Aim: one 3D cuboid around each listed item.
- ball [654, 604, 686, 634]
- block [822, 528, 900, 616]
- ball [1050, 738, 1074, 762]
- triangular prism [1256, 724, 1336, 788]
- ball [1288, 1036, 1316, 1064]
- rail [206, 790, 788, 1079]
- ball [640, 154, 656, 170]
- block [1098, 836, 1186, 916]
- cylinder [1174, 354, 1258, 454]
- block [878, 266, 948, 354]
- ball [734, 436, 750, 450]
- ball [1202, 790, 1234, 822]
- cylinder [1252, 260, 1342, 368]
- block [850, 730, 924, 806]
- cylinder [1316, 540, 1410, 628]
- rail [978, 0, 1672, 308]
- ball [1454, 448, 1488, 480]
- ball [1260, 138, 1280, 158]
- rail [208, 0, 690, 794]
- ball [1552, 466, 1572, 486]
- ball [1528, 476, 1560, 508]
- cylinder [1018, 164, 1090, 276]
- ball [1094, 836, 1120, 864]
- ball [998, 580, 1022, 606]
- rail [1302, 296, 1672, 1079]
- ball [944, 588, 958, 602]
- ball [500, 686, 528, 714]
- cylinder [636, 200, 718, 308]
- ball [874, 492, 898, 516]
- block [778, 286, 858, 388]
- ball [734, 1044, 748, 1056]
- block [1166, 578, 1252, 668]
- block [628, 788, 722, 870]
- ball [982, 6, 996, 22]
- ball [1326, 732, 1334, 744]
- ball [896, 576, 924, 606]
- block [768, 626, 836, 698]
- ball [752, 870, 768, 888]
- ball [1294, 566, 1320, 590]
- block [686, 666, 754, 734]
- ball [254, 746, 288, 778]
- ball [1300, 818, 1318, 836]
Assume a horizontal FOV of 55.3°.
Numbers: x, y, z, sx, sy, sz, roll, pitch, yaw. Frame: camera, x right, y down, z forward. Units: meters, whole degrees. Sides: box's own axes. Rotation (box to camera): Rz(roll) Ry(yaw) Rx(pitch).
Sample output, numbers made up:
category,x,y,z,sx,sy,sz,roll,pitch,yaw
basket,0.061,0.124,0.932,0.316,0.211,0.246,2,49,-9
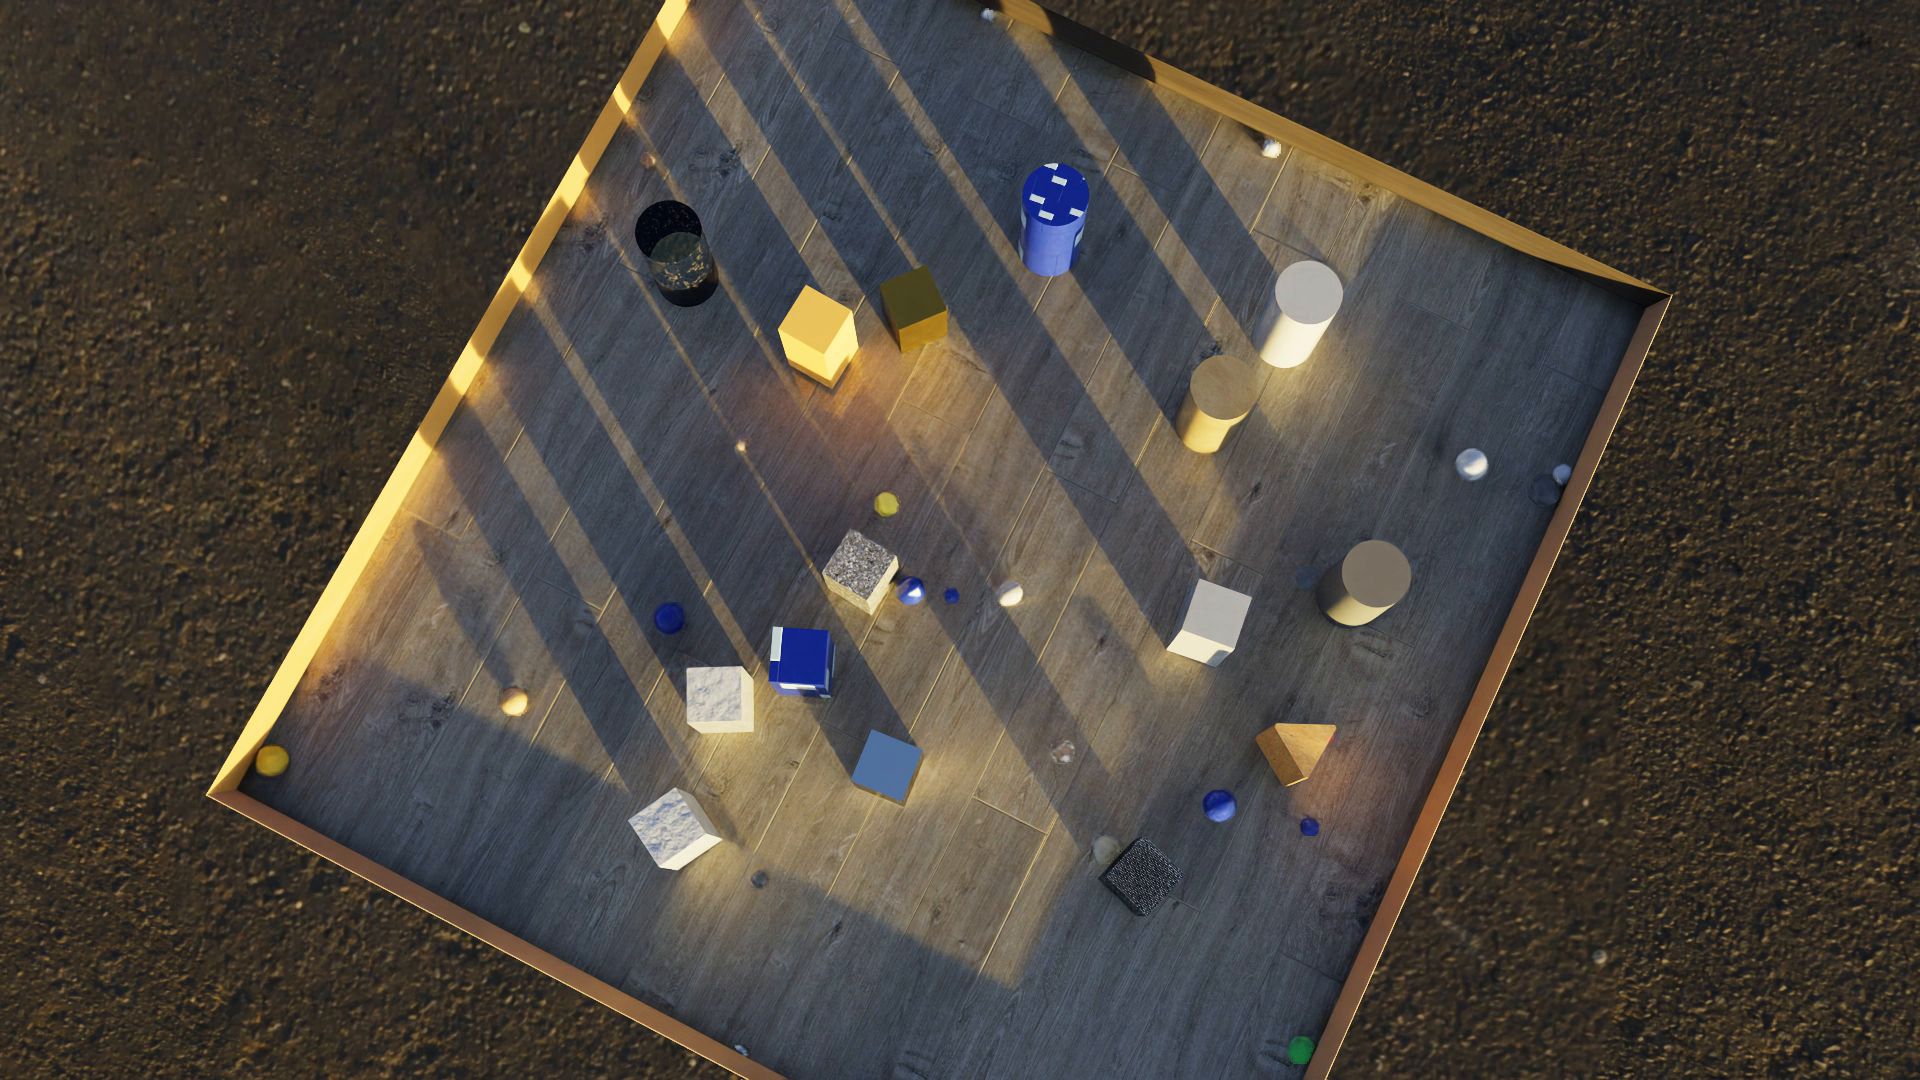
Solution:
category,x,y,z,sx,sy,sz,roll,pitch,yaw
ball,-0.874,0.238,5.520,0.093,0.093,0.093,0,78,0
block,-0.294,0.096,5.463,0.157,0.261,0.157,32,80,6
ball,0.304,0.625,5.450,0.073,0.073,0.073,0,78,0
triangular prism,0.950,0.593,5.316,0.147,0.349,0.170,31,80,6
ball,0.984,1.466,5.274,0.077,0.077,0.077,0,78,0
rail,-0.734,1.444,5.251,3.243,0.128,0.045,26,80,5
ball,-0.994,-1.205,5.843,0.046,0.046,0.046,0,78,0
block,0.517,0.967,5.262,0.157,0.303,0.157,43,82,8
cylinder,0.765,-0.403,5.502,0.197,0.387,0.197,0,78,0
block,-0.142,-0.708,5.641,0.157,0.240,0.157,-23,79,-5
ball,-0.672,-0.300,5.655,0.046,0.046,0.046,0,78,0
ball,0.762,0.784,5.406,0.095,0.095,0.095,0,78,0
cylinder,1.016,-0.677,5.541,0.197,0.423,0.197,0,78,0
block,-0.208,0.667,5.339,0.157,0.274,0.157,22,79,4
cylinder,1.184,0.134,5.395,0.197,0.380,0.197,0,78,0
rail,0.734,-1.431,5.846,3.243,0.128,0.045,26,80,5
ball,1.567,-0.232,5.614,0.098,0.098,0.098,0,78,0
ball,0.988,-1.252,5.845,0.060,0.060,0.060,0,78,0
rail,-1.429,-0.693,5.694,0.045,0.128,3.330,26,80,5
ball,1.851,-0.199,5.626,0.062,0.062,0.062,0,78,0
ball,1.786,-0.148,5.599,0.095,0.095,0.095,0,78,0
cylinder,0.282,-0.972,5.599,0.197,0.429,0.197,0,78,0
ball,0.431,0.909,5.385,0.081,0.081,0.081,0,78,0
ball,0.151,0.160,5.545,0.076,0.076,0.076,0,78,0
rail,1.429,0.707,5.404,0.045,0.128,3.330,26,80,5
ball,-0.029,0.167,5.559,0.046,0.046,0.046,0,78,0
ball,-1.334,0.480,5.475,0.083,0.083,0.083,0,78,0
cylinder,-0.860,-0.869,5.594,0.197,0.396,0.197,0,78,0
ball,-0.227,-0.109,5.601,0.074,0.074,0.074,0,78,0
block,-0.427,-0.611,5.561,0.157,0.356,0.157,30,80,6
ball,-0.632,1.477,5.288,0.045,0.045,0.045,0,78,0
block,0.725,0.247,5.367,0.157,0.388,0.157,20,79,4
block,-0.813,0.833,5.262,0.157,0.357,0.157,-35,80,-7
ball,0.094,-1.706,5.944,0.050,0.050,0.050,0,78,0
ball,1.092,0.582,5.469,0.052,0.052,0.052,0,78,0
ball,-0.151,0.153,5.540,0.088,0.088,0.088,0,78,0
block,-0.461,0.362,5.379,0.157,0.318,0.157,4,78,1
ball,-0.588,0.998,5.384,0.051,0.051,0.051,0,78,0
ball,1.053,0.112,5.556,0.073,0.073,0.073,0,78,0
block,-0.700,0.470,5.366,0.157,0.300,0.157,-2,78,0
ball,-2.041,0.657,5.432,0.095,0.095,0.095,0,78,0
ball,1.030,0.846,5.415,0.053,0.053,0.053,0,78,0
